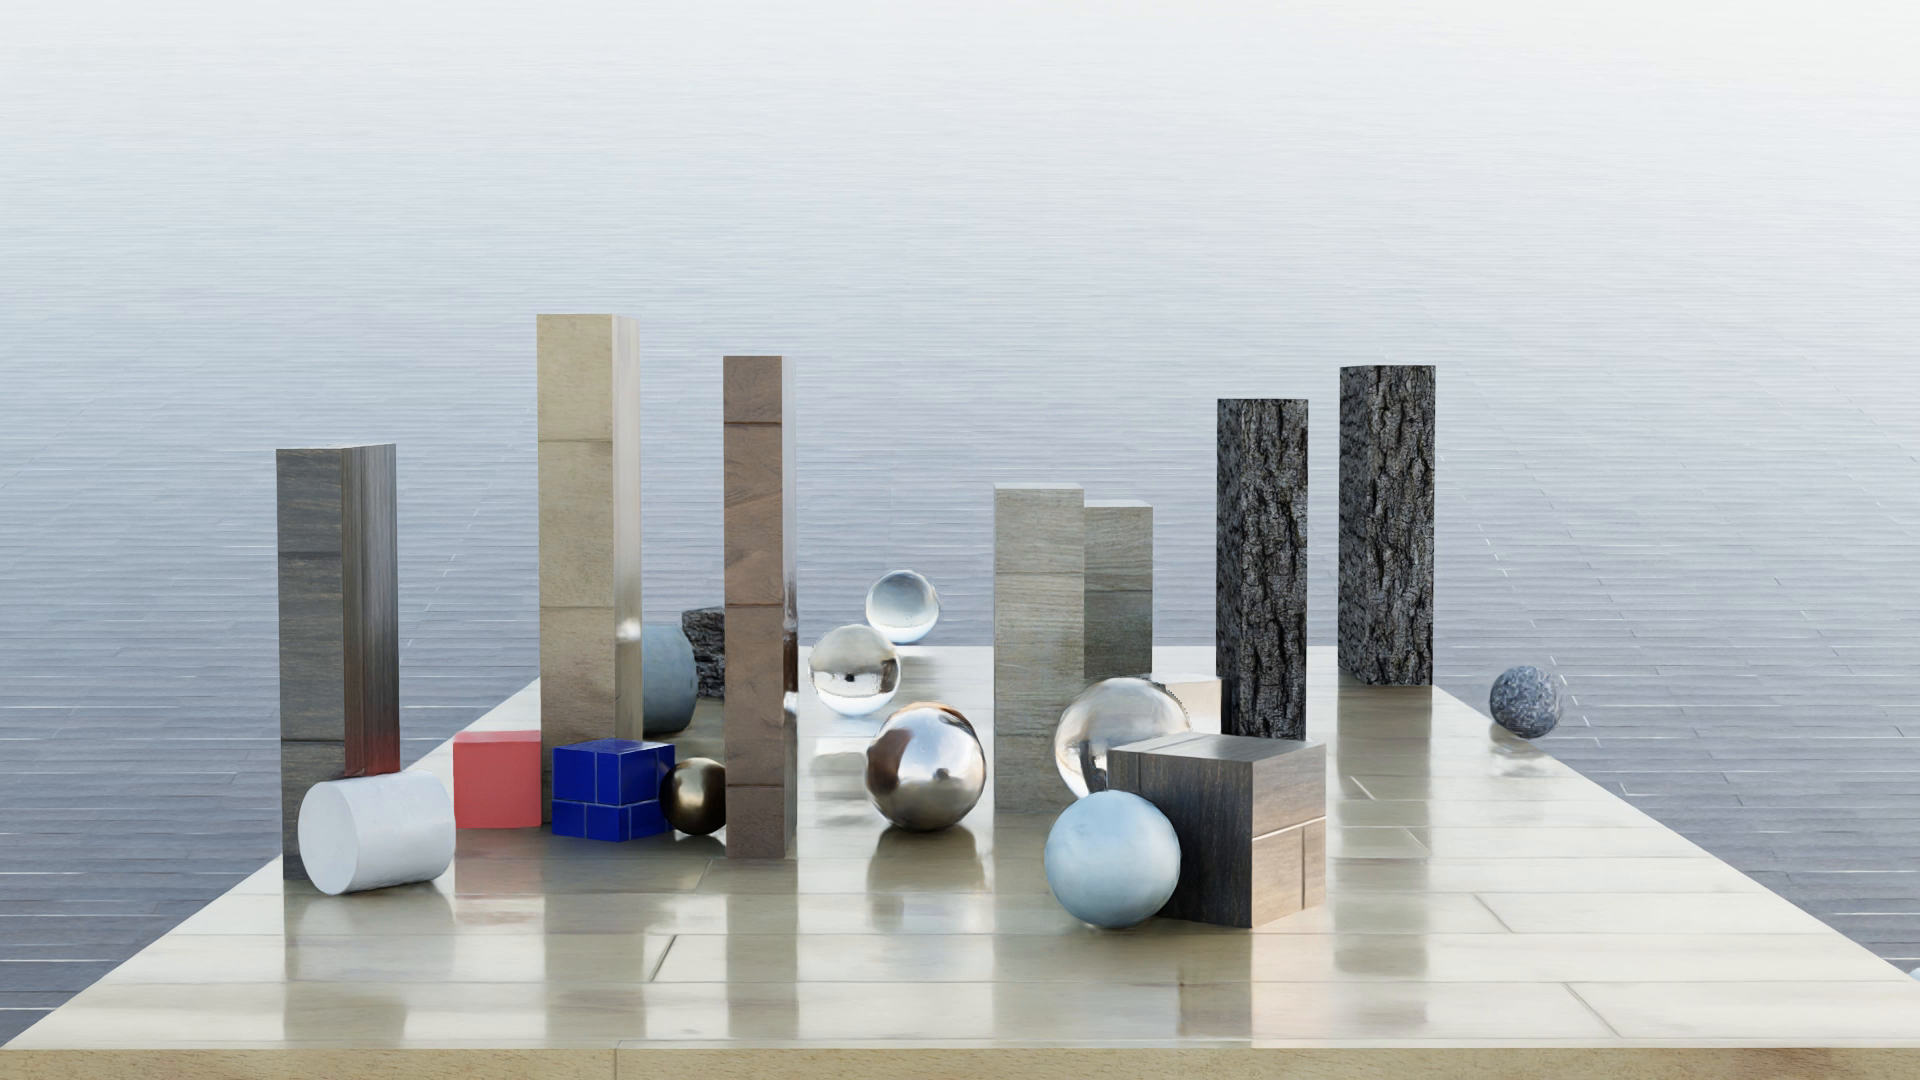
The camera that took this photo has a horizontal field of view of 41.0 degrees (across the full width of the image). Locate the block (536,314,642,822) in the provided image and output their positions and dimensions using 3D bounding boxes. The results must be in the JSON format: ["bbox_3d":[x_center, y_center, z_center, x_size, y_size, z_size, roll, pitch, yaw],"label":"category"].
[{"bbox_3d":[-0.574,0.034,4.013,0.112,0.762,0.337,0,3,0],"label":"block"}]

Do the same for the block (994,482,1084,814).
[{"bbox_3d":[0.122,0.163,4.060,0.135,0.499,0.259,0,3,0],"label":"block"}]

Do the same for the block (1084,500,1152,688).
[{"bbox_3d":[0.300,0.139,5.110,0.141,0.425,0.309,0,3,0],"label":"block"}]

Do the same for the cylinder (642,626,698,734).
[{"bbox_3d":[-0.630,0.267,4.823,0.203,0.203,0.203,-2,19,-33],"label":"cylinder"}]

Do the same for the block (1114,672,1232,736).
[{"bbox_3d":[0.373,0.314,4.508,0.146,0.146,0.146,-2,4,-33],"label":"block"}]

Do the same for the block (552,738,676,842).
[{"bbox_3d":[-0.508,0.366,3.775,0.128,0.128,0.128,2,4,33],"label":"block"}]

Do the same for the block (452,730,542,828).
[{"bbox_3d":[-0.697,0.360,3.879,0.128,0.128,0.128,-1,3,-9],"label":"block"}]

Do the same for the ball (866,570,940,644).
[{"bbox_3d":[-0.151,0.175,6.764,0.195,0.195,0.195,0,21,0],"label":"ball"}]

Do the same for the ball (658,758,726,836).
[{"bbox_3d":[-0.382,0.374,3.749,0.114,0.114,0.114,0,21,0],"label":"ball"}]

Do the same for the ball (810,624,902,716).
[{"bbox_3d":[-0.208,0.260,5.127,0.183,0.183,0.183,0,21,0],"label":"ball"}]

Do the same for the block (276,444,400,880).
[{"bbox_3d":[-0.857,0.156,3.562,0.085,0.572,0.334,0,3,0],"label":"block"}]

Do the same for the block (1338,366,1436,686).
[{"bbox_3d":[0.968,-0.043,5.854,0.148,0.704,0.415,0,3,0],"label":"block"}]

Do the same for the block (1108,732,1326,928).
[{"bbox_3d":[0.324,0.360,3.229,0.202,0.202,0.202,2,4,34],"label":"block"}]

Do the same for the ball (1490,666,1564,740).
[{"bbox_3d":[1.124,0.322,5.096,0.146,0.146,0.146,0,21,0],"label":"ball"}]

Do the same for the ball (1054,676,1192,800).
[{"bbox_3d":[0.246,0.310,3.850,0.209,0.209,0.209,0,21,0],"label":"ball"}]

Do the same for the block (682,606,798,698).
[{"bbox_3d":[-0.470,0.240,5.500,0.181,0.181,0.181,2,4,26],"label":"block"}]

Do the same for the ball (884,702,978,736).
[{"bbox_3d":[-0.051,0.334,3.972,0.169,0.169,0.169,0,21,0],"label":"ball"}]

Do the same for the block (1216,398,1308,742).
[{"bbox_3d":[0.543,0.061,4.657,0.115,0.633,0.416,0,3,0],"label":"block"}]

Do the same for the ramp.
[{"bbox_3d":[0.048,0.436,4.532,2.000,0.100,4.000,0,3,0],"label":"ramp"}]

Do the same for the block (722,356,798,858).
[{"bbox_3d":[-0.285,0.086,3.692,0.081,0.696,0.301,0,3,0],"label":"block"}]

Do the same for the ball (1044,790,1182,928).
[{"bbox_3d":[0.185,0.385,3.102,0.165,0.165,0.165,0,21,0],"label":"ball"}]

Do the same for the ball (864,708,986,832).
[{"bbox_3d":[-0.052,0.338,3.778,0.182,0.182,0.182,0,21,0],"label":"ball"}]

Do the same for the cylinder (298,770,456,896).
[{"bbox_3d":[-0.761,0.381,3.356,0.146,0.146,0.146,-3,17,-44],"label":"cylinder"}]

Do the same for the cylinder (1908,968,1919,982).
[{"bbox_3d":[1.865,0.919,4.831,0.175,0.175,0.175,-12,24,-29],"label":"cylinder"}]
